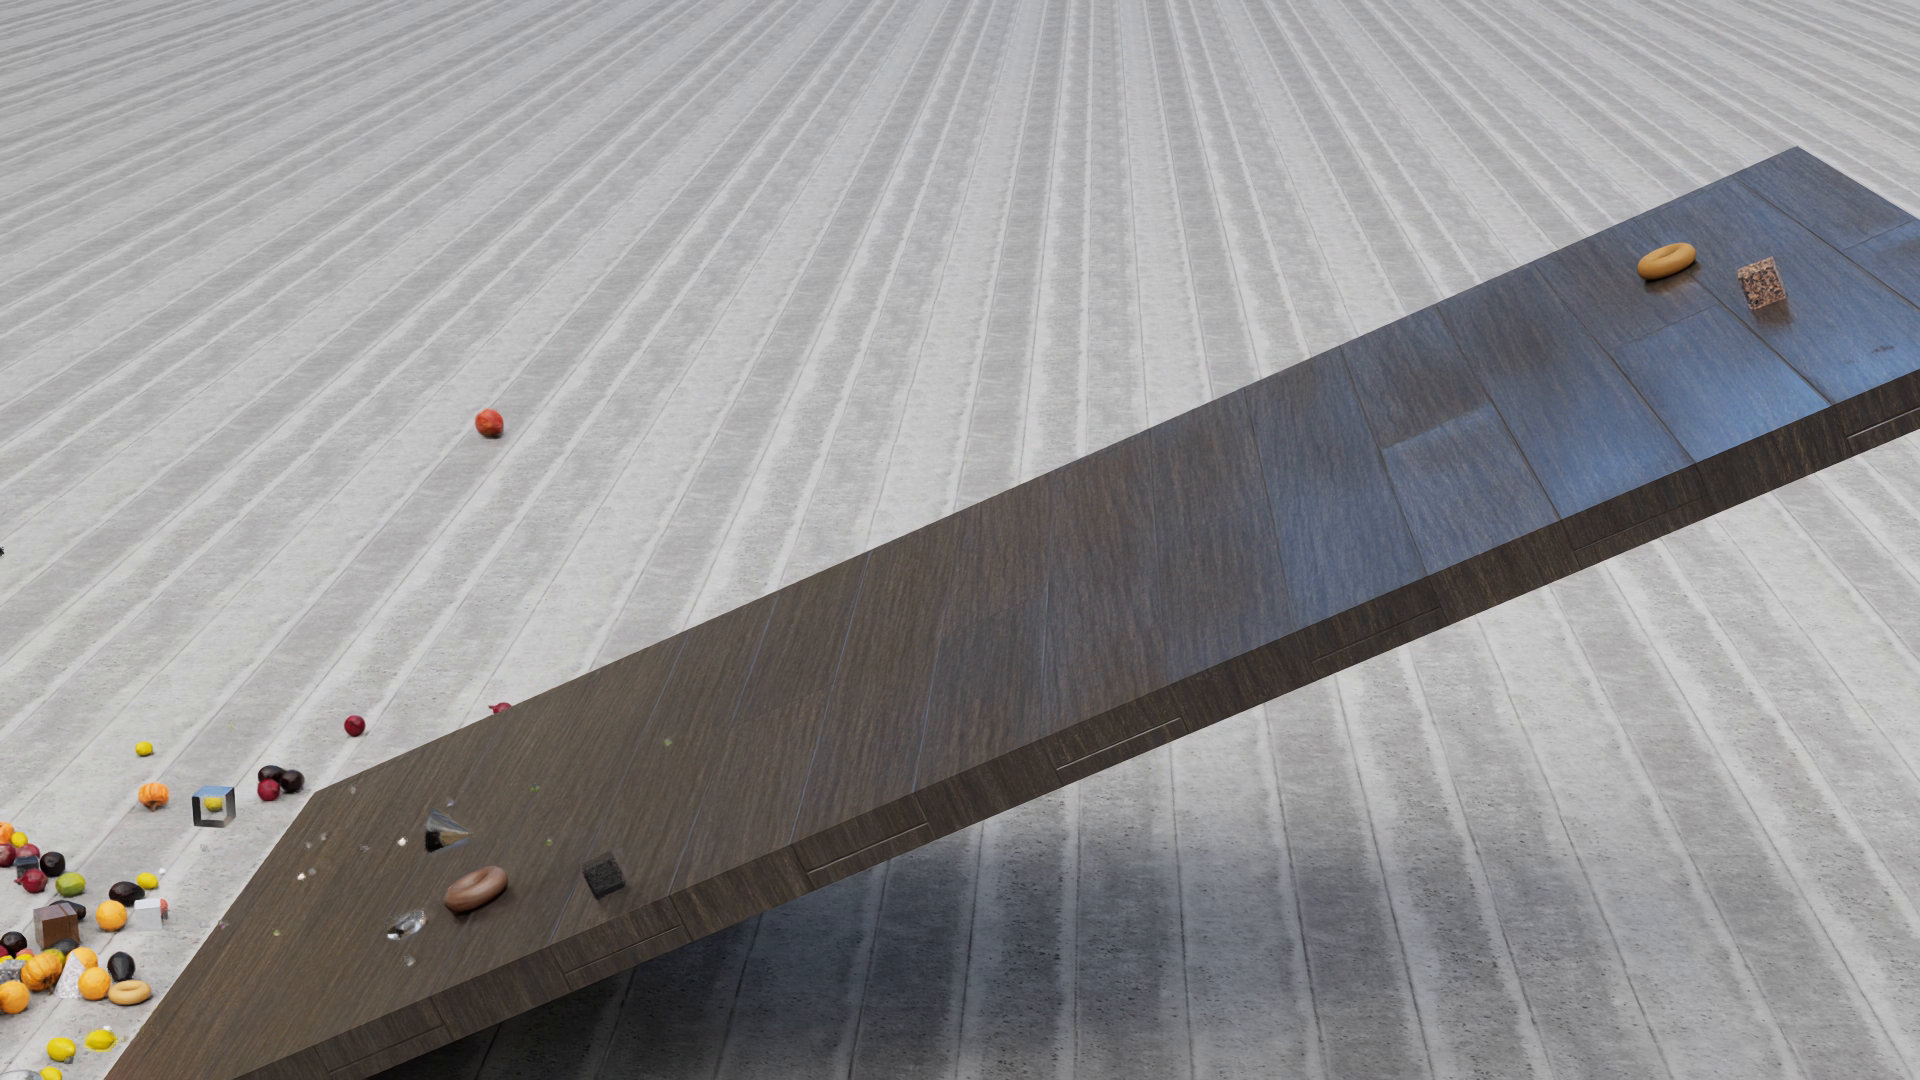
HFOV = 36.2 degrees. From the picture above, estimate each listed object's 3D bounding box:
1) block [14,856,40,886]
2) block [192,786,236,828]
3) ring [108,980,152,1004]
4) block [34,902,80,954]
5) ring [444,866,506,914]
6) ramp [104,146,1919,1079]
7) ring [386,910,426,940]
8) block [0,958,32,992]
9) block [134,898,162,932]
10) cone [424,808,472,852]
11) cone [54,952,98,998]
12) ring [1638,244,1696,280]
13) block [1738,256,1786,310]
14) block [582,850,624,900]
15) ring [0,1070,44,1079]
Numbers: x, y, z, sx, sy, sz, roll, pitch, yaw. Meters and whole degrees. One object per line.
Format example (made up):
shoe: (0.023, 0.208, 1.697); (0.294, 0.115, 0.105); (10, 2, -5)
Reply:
block: (-2.282, 0.808, 7.198); (0.051, 0.051, 0.051); (-6, 17, -21)
block: (-1.922, 0.687, 7.578); (0.082, 0.082, 0.082); (2, 16, 8)
ring: (-1.843, 1.005, 6.528); (0.094, 0.031, 0.094); (-1, 14, 0)
block: (-2.095, 0.898, 6.818); (0.080, 0.080, 0.080); (-9, 18, -30)
ring: (-0.977, 0.706, 5.936); (0.137, 0.046, 0.137); (-23, 14, 6)
ramp: (0.134, 0.169, 6.283); (4.000, 0.100, 2.000); (-23, 13, 9)
ring: (-1.120, 0.779, 5.951); (0.087, 0.029, 0.087); (-25, 12, 6)
block: (-2.120, 0.976, 6.588); (0.054, 0.054, 0.054); (2, 16, 8)
block: (-1.910, 0.882, 6.921); (0.057, 0.057, 0.057); (-4, 16, -15)
cone: (-1.111, 0.641, 6.445); (0.096, 0.096, 0.096); (4, 16, 8)
cone: (-1.979, 0.960, 6.569); (0.096, 0.096, 0.096); (0, 15, 0)
ring: (1.533, -0.605, 6.384); (0.130, 0.043, 0.130); (-23, 14, 6)
block: (1.591, -0.509, 5.835); (0.071, 0.071, 0.071); (-20, 14, 21)
block: (-0.680, 0.638, 5.608); (0.060, 0.060, 0.060); (-26, 13, -1)
ring: (-1.945, 1.129, 6.064); (0.118, 0.039, 0.118); (0, 14, 0)
